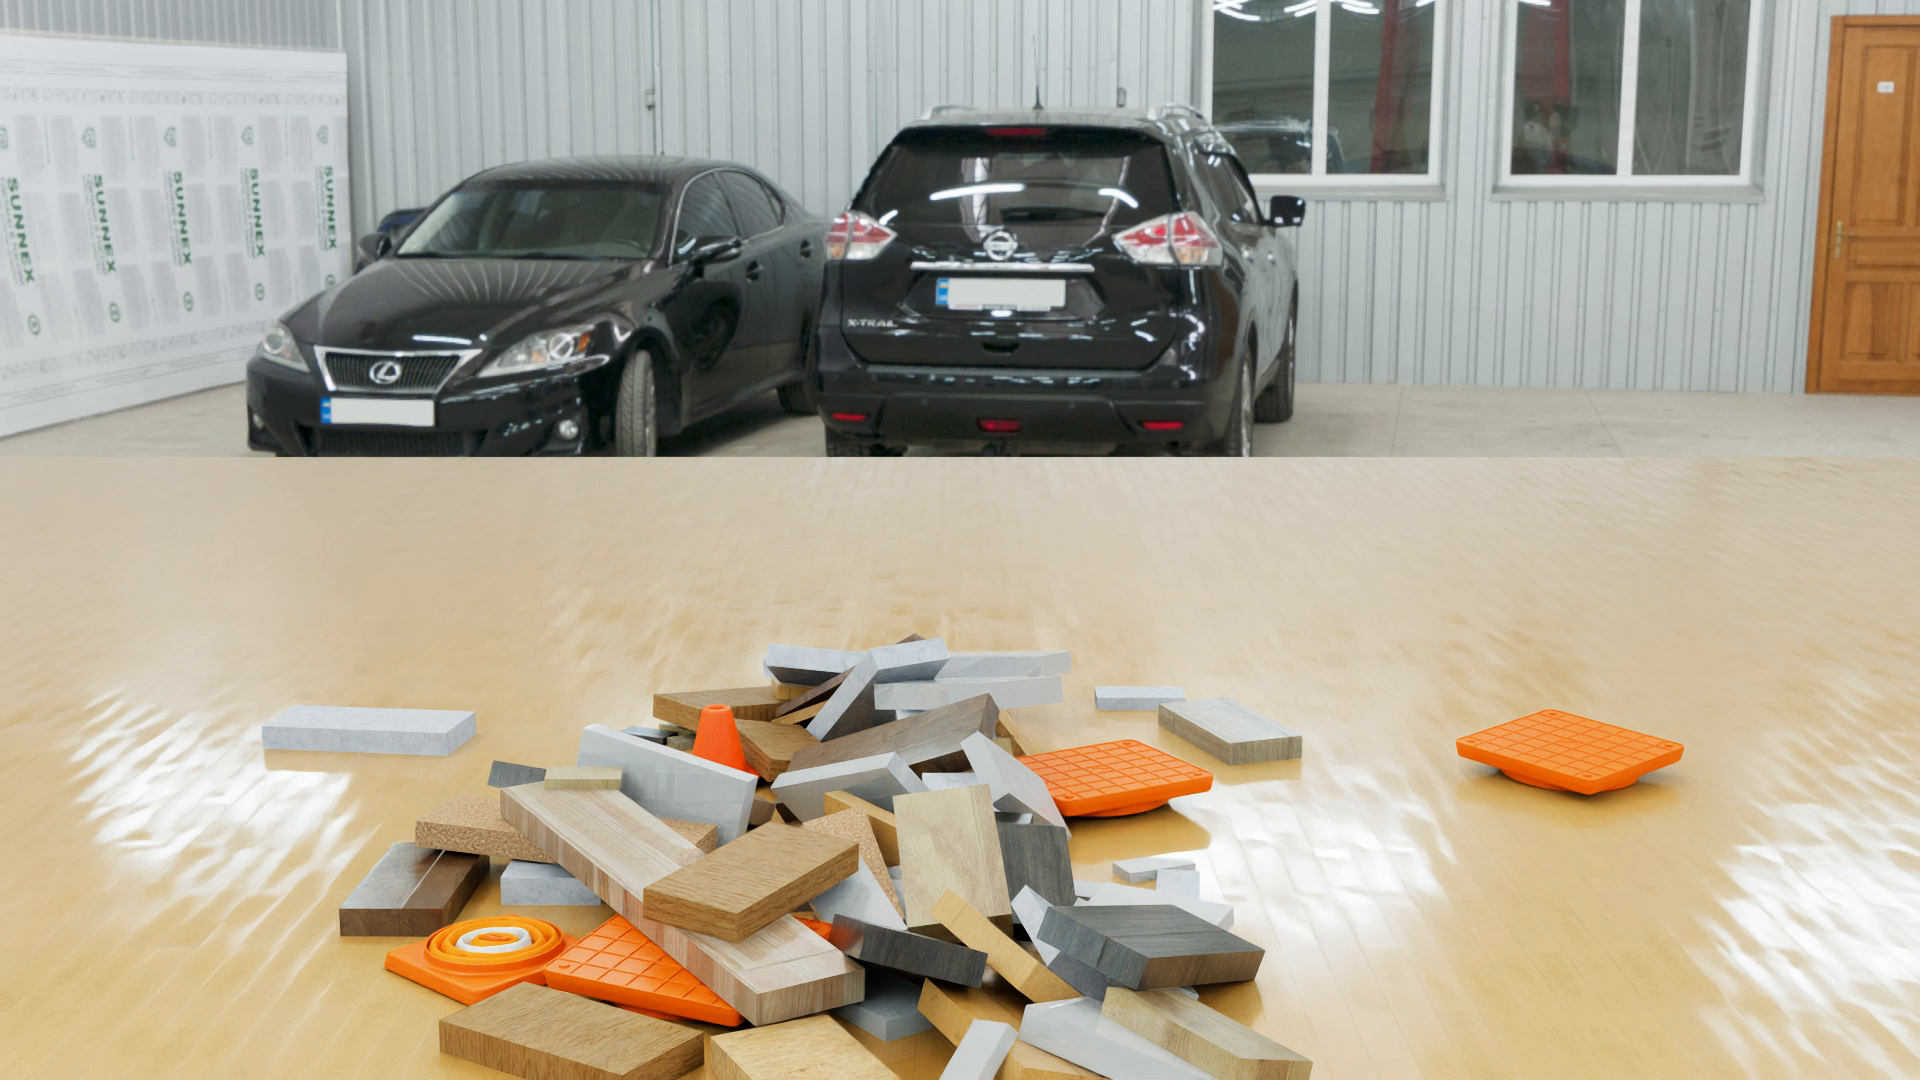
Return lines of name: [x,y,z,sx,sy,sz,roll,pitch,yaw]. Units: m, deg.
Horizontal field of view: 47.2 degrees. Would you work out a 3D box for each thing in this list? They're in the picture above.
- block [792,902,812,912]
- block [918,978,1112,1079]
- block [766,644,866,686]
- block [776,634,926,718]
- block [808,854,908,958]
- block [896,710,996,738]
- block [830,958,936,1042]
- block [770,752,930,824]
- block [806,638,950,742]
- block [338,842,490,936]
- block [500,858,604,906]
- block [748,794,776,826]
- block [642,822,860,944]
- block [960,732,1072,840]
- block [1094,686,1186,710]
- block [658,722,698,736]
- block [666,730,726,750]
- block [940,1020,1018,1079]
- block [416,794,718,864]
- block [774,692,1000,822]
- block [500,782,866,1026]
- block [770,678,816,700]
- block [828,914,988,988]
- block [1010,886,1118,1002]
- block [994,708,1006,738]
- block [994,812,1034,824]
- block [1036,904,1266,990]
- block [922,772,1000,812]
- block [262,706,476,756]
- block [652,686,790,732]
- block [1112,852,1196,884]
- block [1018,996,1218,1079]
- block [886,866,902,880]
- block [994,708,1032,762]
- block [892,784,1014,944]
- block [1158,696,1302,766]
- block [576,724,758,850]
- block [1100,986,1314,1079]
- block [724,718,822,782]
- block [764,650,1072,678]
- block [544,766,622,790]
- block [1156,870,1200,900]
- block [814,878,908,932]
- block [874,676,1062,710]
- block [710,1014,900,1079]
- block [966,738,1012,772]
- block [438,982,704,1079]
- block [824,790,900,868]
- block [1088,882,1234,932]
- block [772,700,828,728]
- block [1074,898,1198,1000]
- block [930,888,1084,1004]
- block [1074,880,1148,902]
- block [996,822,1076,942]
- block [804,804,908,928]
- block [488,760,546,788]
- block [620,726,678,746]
block: [-0.294,0.583,3.625,0.208,0.029,0.104,-3,11,-14]
block: [0.082,0.676,2.950,0.163,0.046,0.327,14,4,-25]
block: [-0.230,0.276,4.639,0.330,0.047,0.165,5,-15,7]
block: [-0.212,0.296,4.535,0.406,0.023,0.080,-30,-42,33]
block: [-0.166,0.570,3.407,0.104,0.029,0.208,-22,36,-15]
block: [-0.011,0.424,4.135,0.176,0.050,0.352,-3,27,-9]
block: [-0.125,0.663,3.187,0.111,0.031,0.222,-8,13,-36]
block: [-0.188,0.446,3.855,0.317,0.124,0.035,-16,33,45]
block: [-0.169,0.313,4.450,0.170,0.048,0.339,-7,-28,-34]
block: [-0.895,0.573,3.630,0.164,0.047,0.329,0,11,1]
block: [-0.671,0.545,3.783,0.164,0.047,0.352,0,11,0]
block: [-0.499,0.449,4.078,0.159,0.045,0.319,21,-2,-42]
block: [-0.311,0.513,3.325,0.167,0.047,0.333,9,15,28]
block: [0.100,0.437,3.823,0.038,0.133,0.266,-35,-35,10]
block: [0.399,0.351,4.881,0.195,0.028,0.098,0,11,0]
block: [-0.577,0.399,4.653,0.113,0.016,0.057,8,13,36]
block: [-0.544,0.416,4.561,0.113,0.016,0.057,-6,12,-29]
block: [0.011,0.684,2.816,0.073,0.021,0.147,-9,41,53]
block: [-0.668,0.503,3.740,0.481,0.045,0.160,5,11,12]
block: [-0.134,0.399,4.019,0.417,0.045,0.159,-19,27,22]
block: [-0.458,0.535,3.416,0.171,0.049,0.921,-7,16,-33]
block: [-0.305,0.324,4.758,0.195,0.028,0.098,3,6,-13]
block: [-0.081,0.586,3.152,0.171,0.049,0.343,15,-10,-9]
block: [0.162,0.607,3.264,0.132,0.037,0.264,39,2,-15]
block: [0.014,0.392,4.618,0.151,0.043,0.302,1,11,4]
block: [0.033,0.539,3.612,0.133,0.038,0.266,2,29,12]
block: [0.282,0.582,3.166,0.166,0.047,0.408,23,4,31]
block: [0.005,0.493,3.778,0.133,0.038,0.265,0,30,-3]
block: [-1.229,0.396,4.584,0.396,0.048,0.170,1,11,8]
block: [-0.464,0.358,4.687,0.339,0.048,0.170,-1,8,-41]
block: [0.333,0.562,3.770,0.128,0.018,0.064,-5,12,-24]
block: [0.257,0.677,2.862,0.327,0.046,0.163,15,3,33]
block: [-0.099,0.559,3.582,0.144,0.020,0.072,-17,24,29]
block: [0.086,0.372,4.456,0.023,0.160,0.080,-36,3,13]
block: [-0.014,0.514,3.491,0.160,0.045,0.320,-7,32,-2]
block: [0.559,0.396,4.585,0.165,0.047,0.330,-4,11,-20]
block: [-0.521,0.445,3.832,0.319,0.160,0.045,16,11,16]
block: [0.319,0.649,2.871,0.132,0.037,0.264,12,3,-37]
block: [-0.348,0.422,4.371,0.159,0.045,0.319,8,7,-23]
block: [-0.100,0.276,4.881,0.681,0.047,0.165,-2,1,25]
block: [-0.646,0.408,3.776,0.128,0.018,0.064,1,13,-5]
block: [0.363,0.582,3.657,0.072,0.020,0.144,1,11,6]
block: [-0.108,0.588,3.483,0.222,0.031,0.111,6,34,28]
block: [0.013,0.296,4.248,0.176,0.050,0.352,-2,-2,-41]
block: [-0.183,0.715,2.861,0.171,0.049,0.343,-5,12,-26]
block: [0.015,0.468,3.932,0.176,0.050,0.352,-1,26,-3]
block: [-0.533,0.688,3.013,0.333,0.047,0.167,7,12,32]
block: [-0.150,0.516,3.728,0.035,0.124,0.247,-8,13,-34]
block: [0.308,0.599,3.478,0.222,0.031,0.111,6,23,30]
block: [-0.302,0.367,4.568,0.160,0.023,0.080,-21,-21,24]
block: [0.253,0.617,3.262,0.132,0.037,0.264,27,5,-14]
block: [0.088,0.612,3.159,0.163,0.046,0.327,41,-7,-24]
block: [0.239,0.588,3.622,0.144,0.020,0.072,4,11,21]
block: [0.117,0.547,3.525,0.124,0.035,0.248,6,31,-7]
block: [-0.170,0.539,3.528,0.104,0.029,0.318,-16,30,-7]
block: [-0.684,0.464,4.036,0.329,0.047,0.164,5,-13,29]
block: [-0.653,0.409,4.599,0.113,0.016,0.057,5,12,26]
